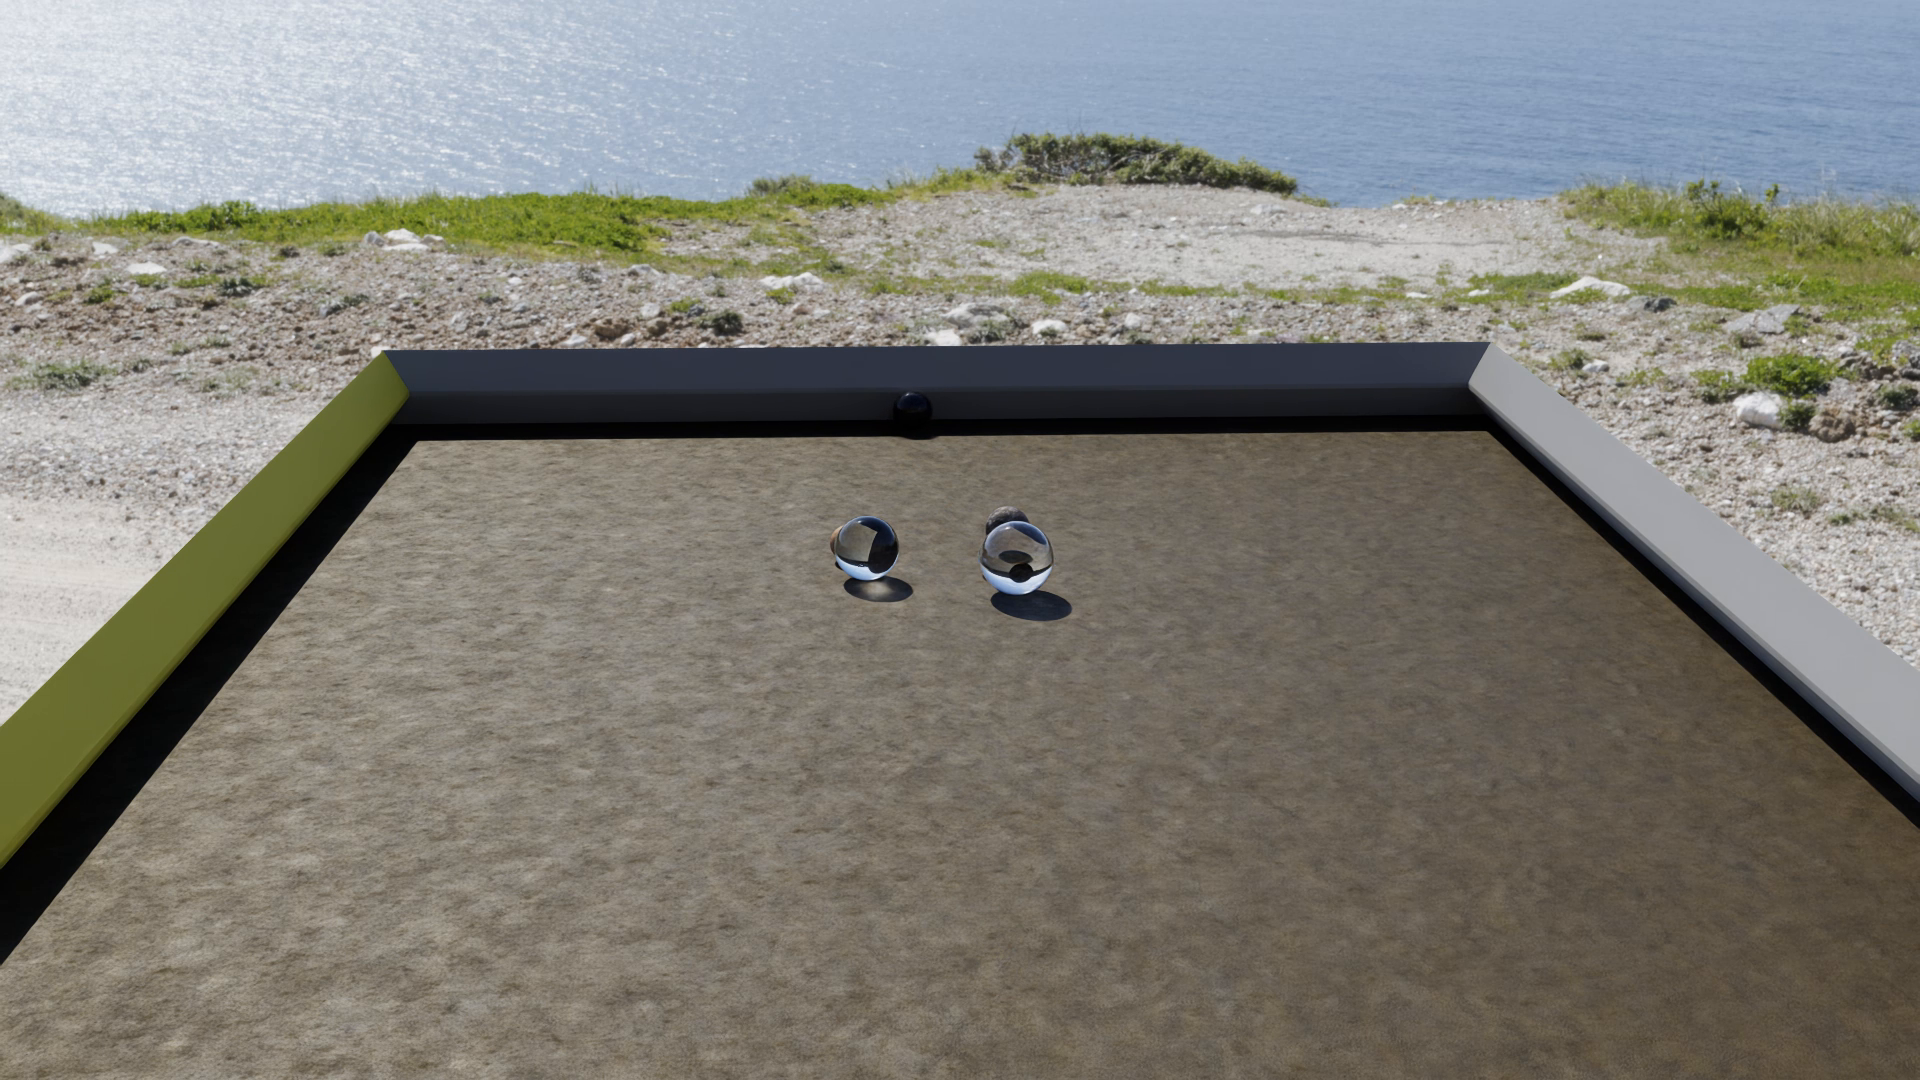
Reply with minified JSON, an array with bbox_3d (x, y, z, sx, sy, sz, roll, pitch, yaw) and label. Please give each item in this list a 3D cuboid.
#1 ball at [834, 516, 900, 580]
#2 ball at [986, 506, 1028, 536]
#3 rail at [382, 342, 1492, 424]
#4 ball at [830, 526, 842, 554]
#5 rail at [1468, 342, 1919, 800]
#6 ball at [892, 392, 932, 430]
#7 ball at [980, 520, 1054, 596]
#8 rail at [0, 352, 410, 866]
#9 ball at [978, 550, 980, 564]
[{"bbox_3d":[-0.108,0.009,2.547,0.076,0.076,0.076,0,17,0],"label":"ball"},{"bbox_3d":[0.058,-0.014,2.661,0.054,0.054,0.054,0,17,0],"label":"ball"},{"bbox_3d":[-0.026,-0.229,3.263,1.652,0.110,0.045,-1,17,-2],"label":"rail"},{"bbox_3d":[-0.133,0.004,2.621,0.044,0.044,0.044,0,17,0],"label":"ball"},{"bbox_3d":[0.828,0.177,1.939,0.045,0.110,2.877,-1,17,-2],"label":"rail"},{"bbox_3d":[-0.071,-0.190,3.231,0.057,0.057,0.057,0,17,0],"label":"ball"},{"bbox_3d":[0.064,0.021,2.495,0.085,0.085,0.085,0,17,0],"label":"ball"},{"bbox_3d":[-0.775,0.194,1.882,0.045,0.110,2.877,-1,17,-2],"label":"rail"},{"bbox_3d":[0.041,0.019,2.572,0.042,0.042,0.042,0,17,0],"label":"ball"}]
